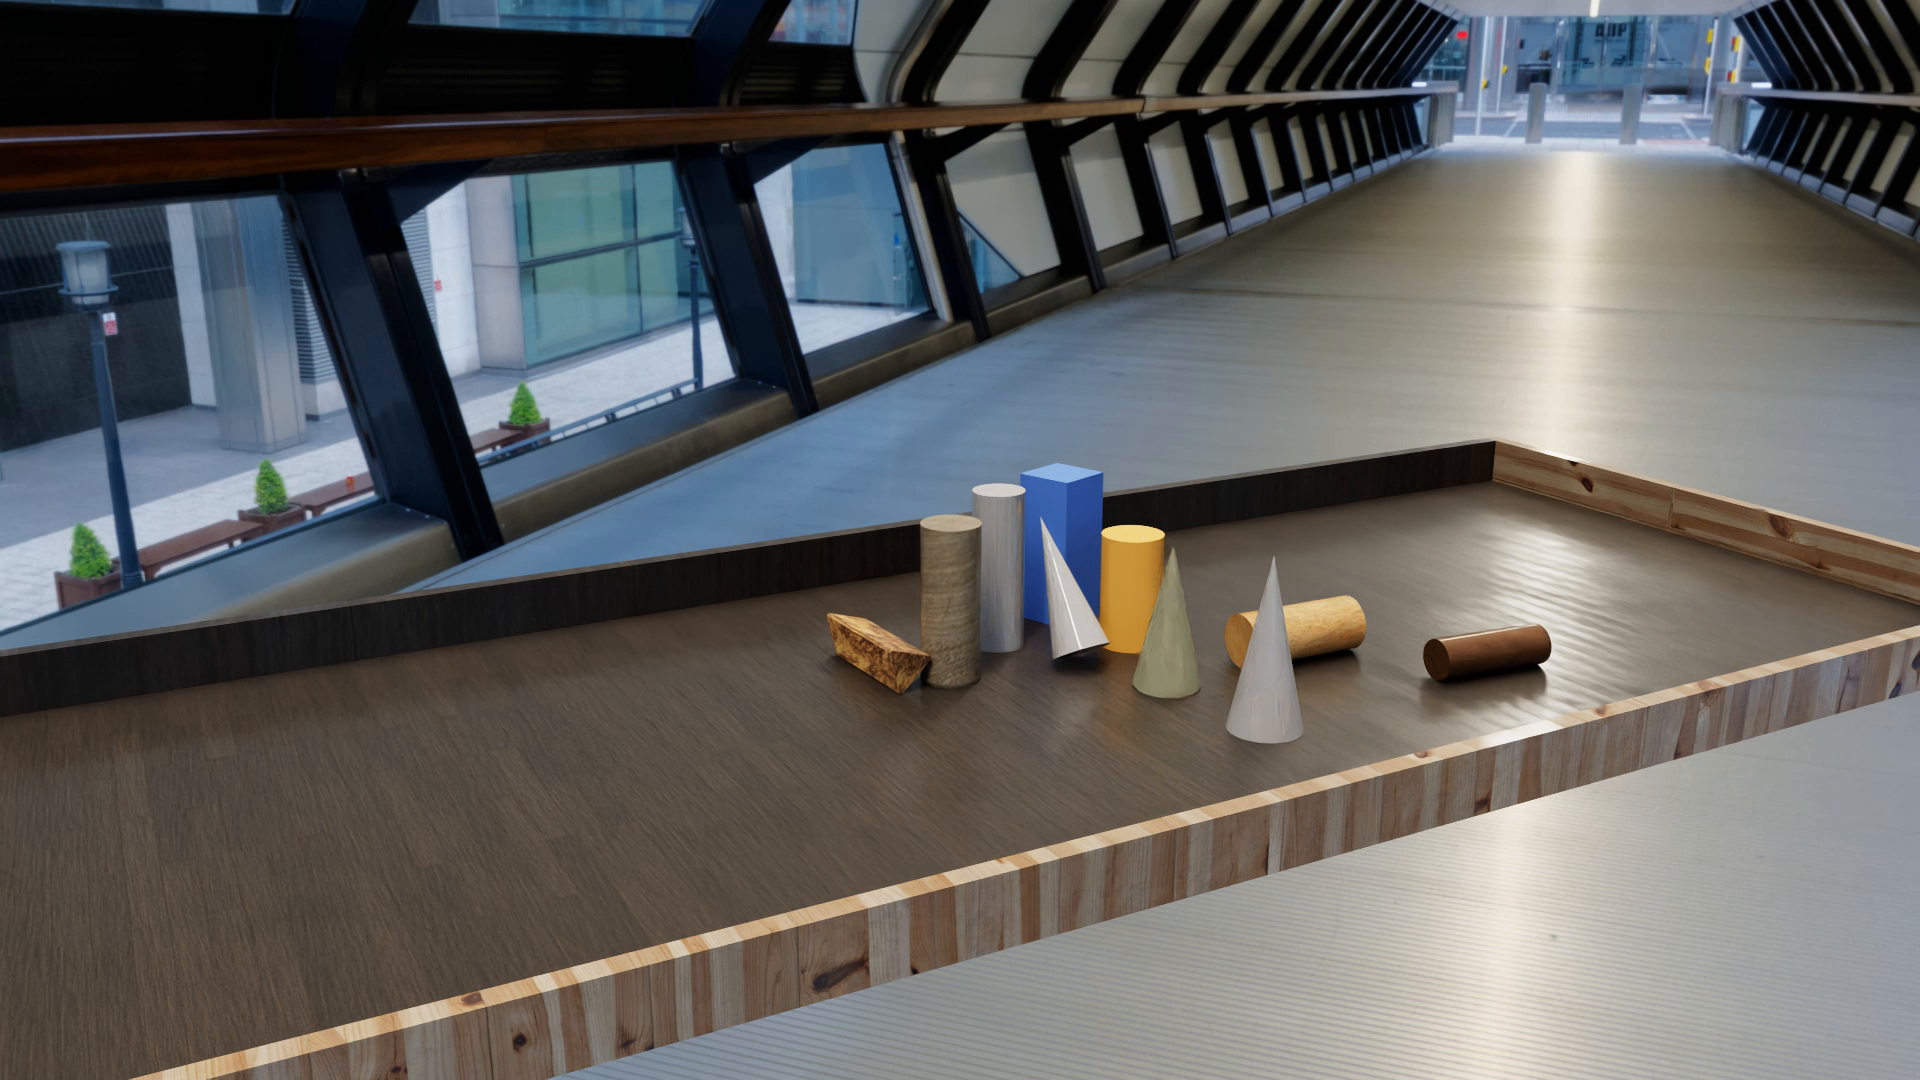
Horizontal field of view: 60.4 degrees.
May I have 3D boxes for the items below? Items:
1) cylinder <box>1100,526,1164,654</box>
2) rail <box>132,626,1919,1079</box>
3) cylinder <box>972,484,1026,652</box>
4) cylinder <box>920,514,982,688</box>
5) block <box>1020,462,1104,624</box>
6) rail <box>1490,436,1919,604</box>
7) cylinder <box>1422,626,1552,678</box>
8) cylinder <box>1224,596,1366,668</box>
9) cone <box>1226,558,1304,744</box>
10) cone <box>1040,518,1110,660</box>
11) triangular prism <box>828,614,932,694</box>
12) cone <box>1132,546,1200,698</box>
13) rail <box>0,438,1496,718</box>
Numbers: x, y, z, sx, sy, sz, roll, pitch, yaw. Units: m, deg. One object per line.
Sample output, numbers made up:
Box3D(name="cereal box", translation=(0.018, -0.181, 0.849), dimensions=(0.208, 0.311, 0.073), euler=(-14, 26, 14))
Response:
Box3D(name="cylinder", translation=(0.455, 0.129, 4.376), dimensions=(0.165, 0.304, 0.165), euler=(0, 16, 0))
Box3D(name="rail", translation=(-2.336, 1.006, 1.665), dimensions=(12.000, 0.150, 0.050), euler=(-9, 18, -27))
Box3D(name="cylinder", translation=(0.101, 0.074, 4.351), dimensions=(0.139, 0.425, 0.139), euler=(0, 16, 0))
Box3D(name="cylinder", translation=(-0.023, 0.153, 4.112), dimensions=(0.152, 0.407, 0.152), euler=(0, 17, 0))
Box3D(name="block", translation=(0.279, 0.014, 4.576), dimensions=(0.162, 0.413, 0.162), euler=(14, 21, 40))
Box3D(name="rail", translation=(2.466, -0.048, 5.253), dimensions=(0.050, 0.150, 2.100), euler=(-9, 18, -27))
Box3D(name="cylinder", translation=(1.344, 0.284, 4.202), dimensions=(0.317, 0.105, 0.105), euler=(-4, 17, -21))
Box3D(name="cylinder", translation=(0.873, 0.238, 4.291), dimensions=(0.345, 0.143, 0.143), euler=(-8, 18, -25))
Box3D(name="cone", translation=(0.712, 0.237, 3.798), dimensions=(0.179, 0.423, 0.179), euler=(0, 16, 0))
Box3D(name="cone", translation=(0.261, 0.113, 4.268), dimensions=(0.155, 0.368, 0.155), euler=(-16, -9, -3))
Box3D(name="triangular prism", translation=(-0.226, 0.264, 4.178), dimensions=(0.120, 0.104, 0.333), euler=(-50, 34, -11))
Box3D(name="cone", translation=(0.515, 0.183, 4.049), dimensions=(0.171, 0.373, 0.171), euler=(0, 21, 0))
Box3D(name="rail", translation=(-3.305, 0.497, 3.399), dimensions=(12.000, 0.150, 0.050), euler=(-9, 18, -27))
